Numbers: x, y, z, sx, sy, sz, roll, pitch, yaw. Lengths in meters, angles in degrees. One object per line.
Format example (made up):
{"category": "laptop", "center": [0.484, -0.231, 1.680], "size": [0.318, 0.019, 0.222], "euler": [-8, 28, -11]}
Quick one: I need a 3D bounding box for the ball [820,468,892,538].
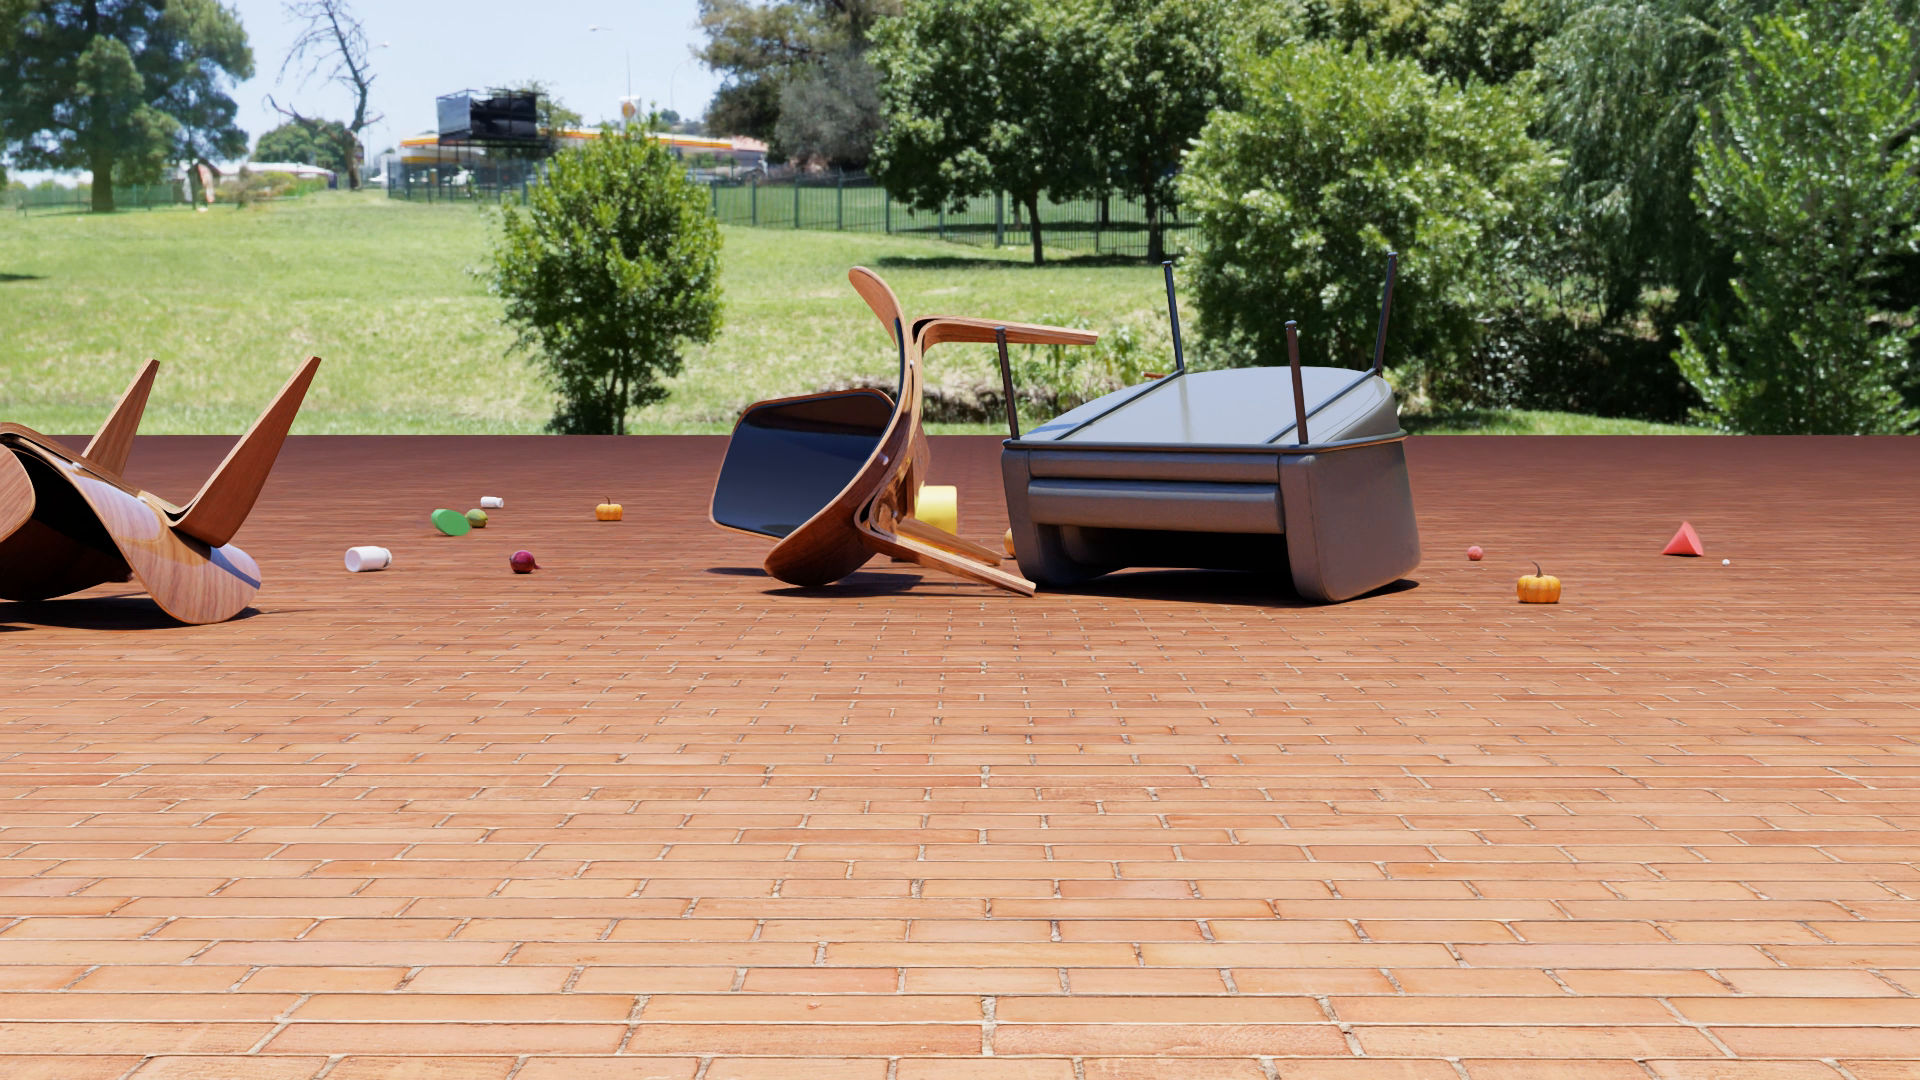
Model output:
{"category": "ball", "center": [-0.314, -0.111, 6.607], "size": [0.213, 0.213, 0.213], "euler": [0, 4, 0]}

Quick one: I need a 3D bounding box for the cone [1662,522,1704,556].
{"category": "cone", "center": [1.942, 0.018, 5.955], "size": [0.095, 0.101, 0.157], "euler": [-30, -6, 26]}

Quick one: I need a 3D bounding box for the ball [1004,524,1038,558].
{"category": "ball", "center": [0.161, 0.005, 5.823], "size": [0.090, 0.090, 0.090], "euler": [0, 4, 0]}

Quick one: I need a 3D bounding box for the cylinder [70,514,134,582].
{"category": "cylinder", "center": [-2.012, 0.019, 5.162], "size": [0.122, 0.137, 0.191], "euler": [-1, 34, -15]}

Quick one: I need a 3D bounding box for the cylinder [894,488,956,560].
{"category": "cylinder", "center": [-0.093, -0.044, 5.793], "size": [0.160, 0.181, 0.213], "euler": [0, -31, -2]}
